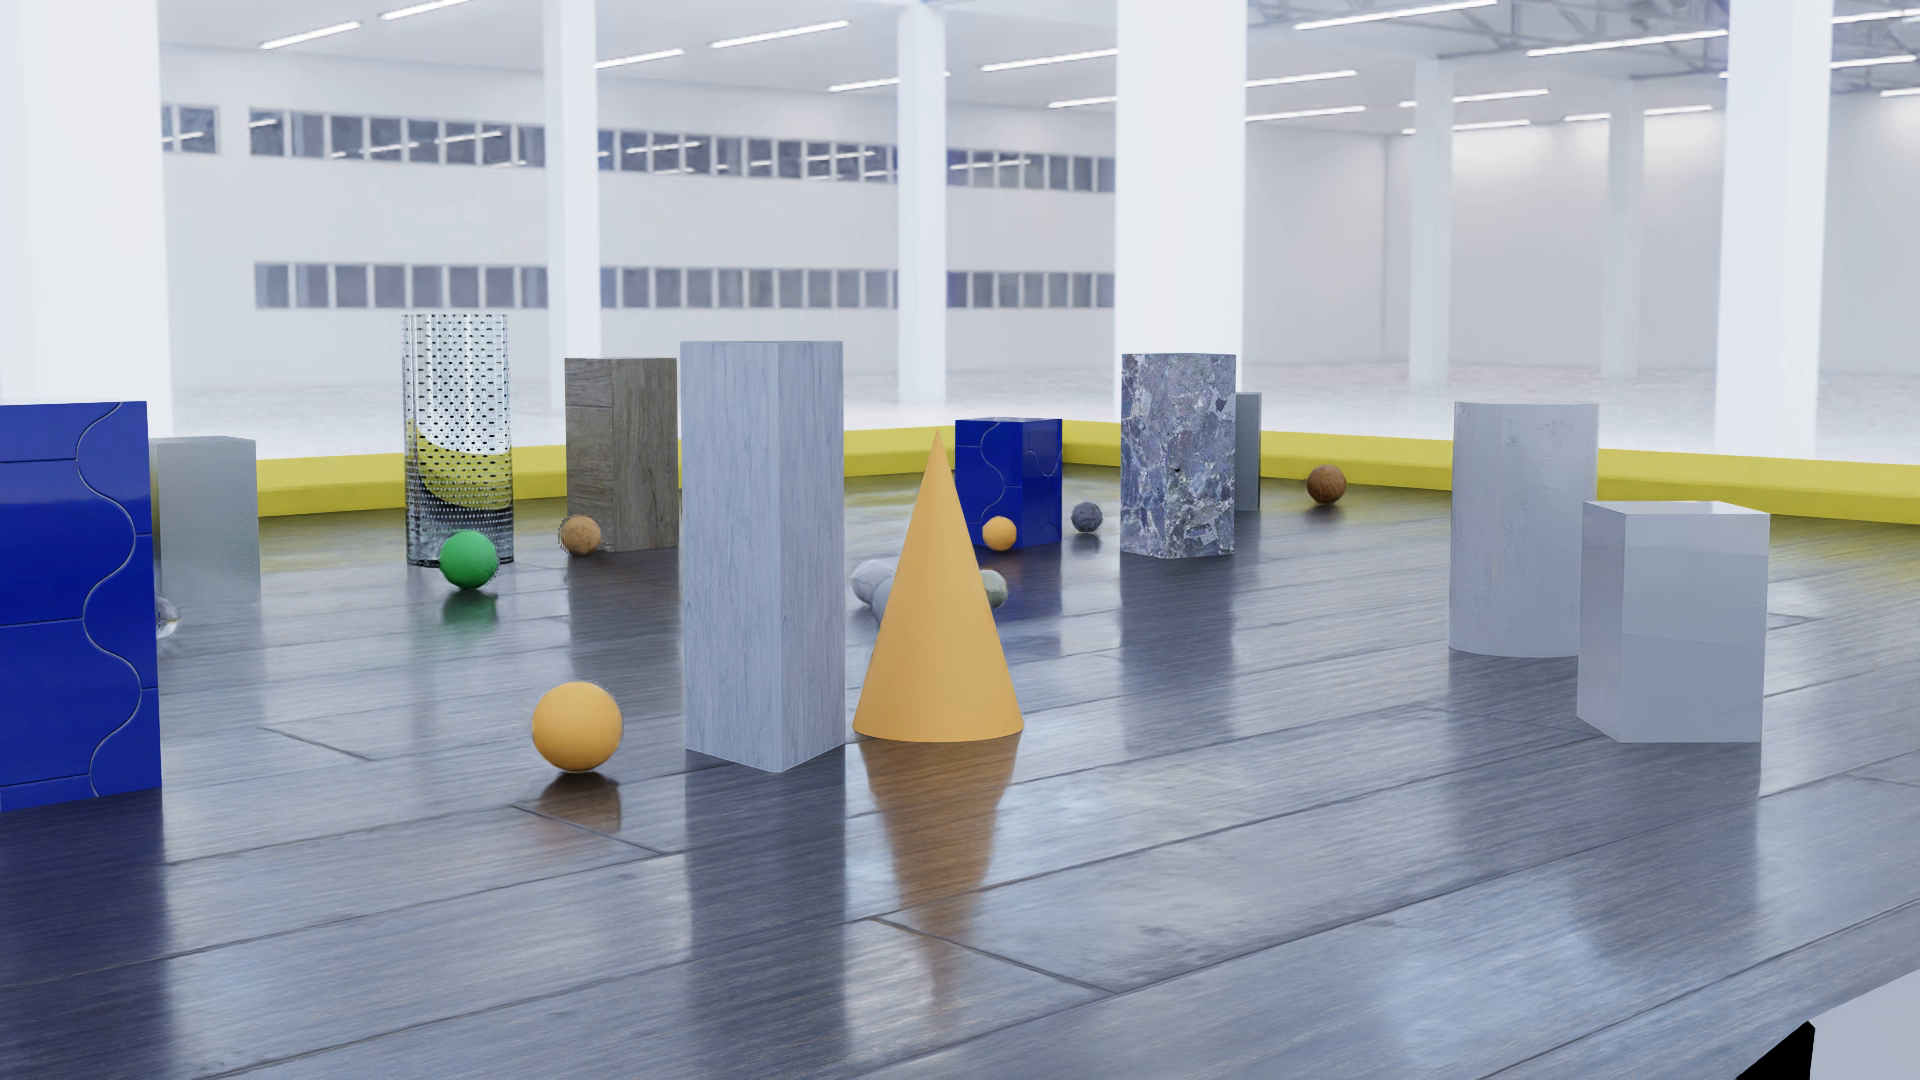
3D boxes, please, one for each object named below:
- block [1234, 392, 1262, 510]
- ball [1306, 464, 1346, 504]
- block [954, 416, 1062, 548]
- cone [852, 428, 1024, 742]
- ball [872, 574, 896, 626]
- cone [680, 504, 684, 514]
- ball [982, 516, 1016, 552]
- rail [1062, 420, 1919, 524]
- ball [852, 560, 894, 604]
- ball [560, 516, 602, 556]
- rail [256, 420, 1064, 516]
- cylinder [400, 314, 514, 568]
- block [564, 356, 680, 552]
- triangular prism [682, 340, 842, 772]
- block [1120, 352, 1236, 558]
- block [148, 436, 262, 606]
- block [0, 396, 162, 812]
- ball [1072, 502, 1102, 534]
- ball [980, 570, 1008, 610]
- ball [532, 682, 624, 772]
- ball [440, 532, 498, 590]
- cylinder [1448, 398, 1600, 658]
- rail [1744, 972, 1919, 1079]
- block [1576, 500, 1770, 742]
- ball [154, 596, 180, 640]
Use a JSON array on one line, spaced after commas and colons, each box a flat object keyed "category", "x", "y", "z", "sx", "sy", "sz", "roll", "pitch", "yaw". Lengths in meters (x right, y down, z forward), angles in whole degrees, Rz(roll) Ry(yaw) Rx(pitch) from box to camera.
[{"category": "block", "x": 0.590, "y": -0.199, "z": 4.874, "sx": 0.147, "sy": 0.253, "sz": 0.147, "roll": 1, "pitch": 6, "yaw": 10}, {"category": "ball", "x": 0.827, "y": -0.126, "z": 4.960, "sx": 0.088, "sy": 0.088, "sz": 0.088, "roll": 0, "pitch": 6, "yaw": 0}, {"category": "block", "x": 0.092, "y": -0.112, "z": 4.147, "sx": 0.147, "sy": 0.232, "sz": 0.147, "roll": 4, "pitch": 7, "yaw": 32}, {"category": "cone", "x": -0.023, "y": 0.039, "z": 2.326, "sx": 0.184, "sy": 0.319, "sz": 0.184, "roll": 0, "pitch": 6, "yaw": 0}, {"category": "ball", "x": -0.078, "y": 0.087, "z": 2.985, "sx": 0.083, "sy": 0.083, "sz": 0.083, "roll": 0, "pitch": 6, "yaw": 0}, {"category": "cone", "x": -0.512, "y": -0.236, "z": 4.744, "sx": 0.184, "sy": 0.353, "sz": 0.184, "roll": 0, "pitch": 6, "yaw": 0}, {"category": "ball", "x": 0.072, "y": -0.011, "z": 4.002, "sx": 0.064, "sy": 0.064, "sz": 0.064, "roll": 0, "pitch": 6, "yaw": 0}, {"category": "rail", "x": 1.622, "y": -0.127, "z": 4.821, "sx": 0.045, "sy": 0.119, "sz": 3.966, "roll": -6, "pitch": 8, "yaw": -42}, {"category": "ball", "x": -0.130, "y": 0.063, "z": 3.292, "sx": 0.065, "sy": 0.065, "sz": 0.065, "roll": 0, "pitch": 6, "yaw": 0}, {"category": "ball", "x": -0.677, "y": -0.008, "z": 3.928, "sx": 0.072, "sy": 0.072, "sz": 0.072, "roll": 0, "pitch": 6, "yaw": 0}, {"category": "rail", "x": -1.329, "y": -0.121, "z": 4.764, "sx": 4.461, "sy": 0.119, "sz": 0.045, "roll": -6, "pitch": 8, "yaw": -42}, {"category": "cylinder", "x": -0.872, "y": -0.176, "z": 3.819, "sx": 0.184, "sy": 0.430, "sz": 0.184, "roll": 0, "pitch": 6, "yaw": 0}, {"category": "block", "x": -0.626, "y": -0.163, "z": 4.076, "sx": 0.147, "sy": 0.349, "sz": 0.147, "roll": -6, "pitch": 8, "yaw": -44}, {"category": "triangular prism", "x": -0.173, "y": 0.008, "z": 2.188, "sx": 0.138, "sy": 0.409, "sz": 0.159, "roll": -5, "pitch": 8, "yaw": -40}, {"category": "block", "x": 0.392, "y": -0.156, "z": 3.967, "sx": 0.147, "sy": 0.358, "sz": 0.147, "roll": -3, "pitch": 7, "yaw": -29}, {"category": "block", "x": -1.165, "y": -0.031, "z": 3.342, "sx": 0.147, "sy": 0.243, "sz": 0.147, "roll": -5, "pitch": 8, "yaw": -37}, {"category": "block", "x": -0.846, "y": 0.051, "z": 2.026, "sx": 0.147, "sy": 0.358, "sz": 0.147, "roll": -6, "pitch": 8, "yaw": -44}, {"category": "ball", "x": 0.249, "y": -0.044, "z": 4.322, "sx": 0.061, "sy": 0.061, "sz": 0.061, "roll": 0, "pitch": 6, "yaw": 0}, {"category": "ball", "x": 0.040, "y": 0.073, "z": 3.230, "sx": 0.059, "sy": 0.059, "sz": 0.059, "roll": 0, "pitch": 6, "yaw": 0}, {"category": "ball", "x": -0.367, "y": 0.179, "z": 2.109, "sx": 0.087, "sy": 0.087, "sz": 0.087, "roll": 0, "pitch": 6, "yaw": 0}, {"category": "ball", "x": -0.774, "y": 0.032, "z": 3.467, "sx": 0.091, "sy": 0.091, "sz": 0.091, "roll": 0, "pitch": 6, "yaw": 0}, {"category": "cylinder", "x": 0.734, "y": -0.020, "z": 2.867, "sx": 0.184, "sy": 0.322, "sz": 0.184, "roll": 0, "pitch": 6, "yaw": 0}, {"category": "rail", "x": 1.329, "y": 0.184, "z": 1.900, "sx": 4.461, "sy": 0.119, "sz": 0.045, "roll": -6, "pitch": 8, "yaw": -42}, {"category": "block", "x": 0.746, "y": 0.083, "z": 2.312, "sx": 0.147, "sy": 0.235, "sz": 0.147, "roll": 0, "pitch": 6, "yaw": -1}, {"category": "ball", "x": -1.074, "y": 0.105, "z": 2.941, "sx": 0.058, "sy": 0.058, "sz": 0.058, "roll": 0, "pitch": 6, "yaw": 0}]
